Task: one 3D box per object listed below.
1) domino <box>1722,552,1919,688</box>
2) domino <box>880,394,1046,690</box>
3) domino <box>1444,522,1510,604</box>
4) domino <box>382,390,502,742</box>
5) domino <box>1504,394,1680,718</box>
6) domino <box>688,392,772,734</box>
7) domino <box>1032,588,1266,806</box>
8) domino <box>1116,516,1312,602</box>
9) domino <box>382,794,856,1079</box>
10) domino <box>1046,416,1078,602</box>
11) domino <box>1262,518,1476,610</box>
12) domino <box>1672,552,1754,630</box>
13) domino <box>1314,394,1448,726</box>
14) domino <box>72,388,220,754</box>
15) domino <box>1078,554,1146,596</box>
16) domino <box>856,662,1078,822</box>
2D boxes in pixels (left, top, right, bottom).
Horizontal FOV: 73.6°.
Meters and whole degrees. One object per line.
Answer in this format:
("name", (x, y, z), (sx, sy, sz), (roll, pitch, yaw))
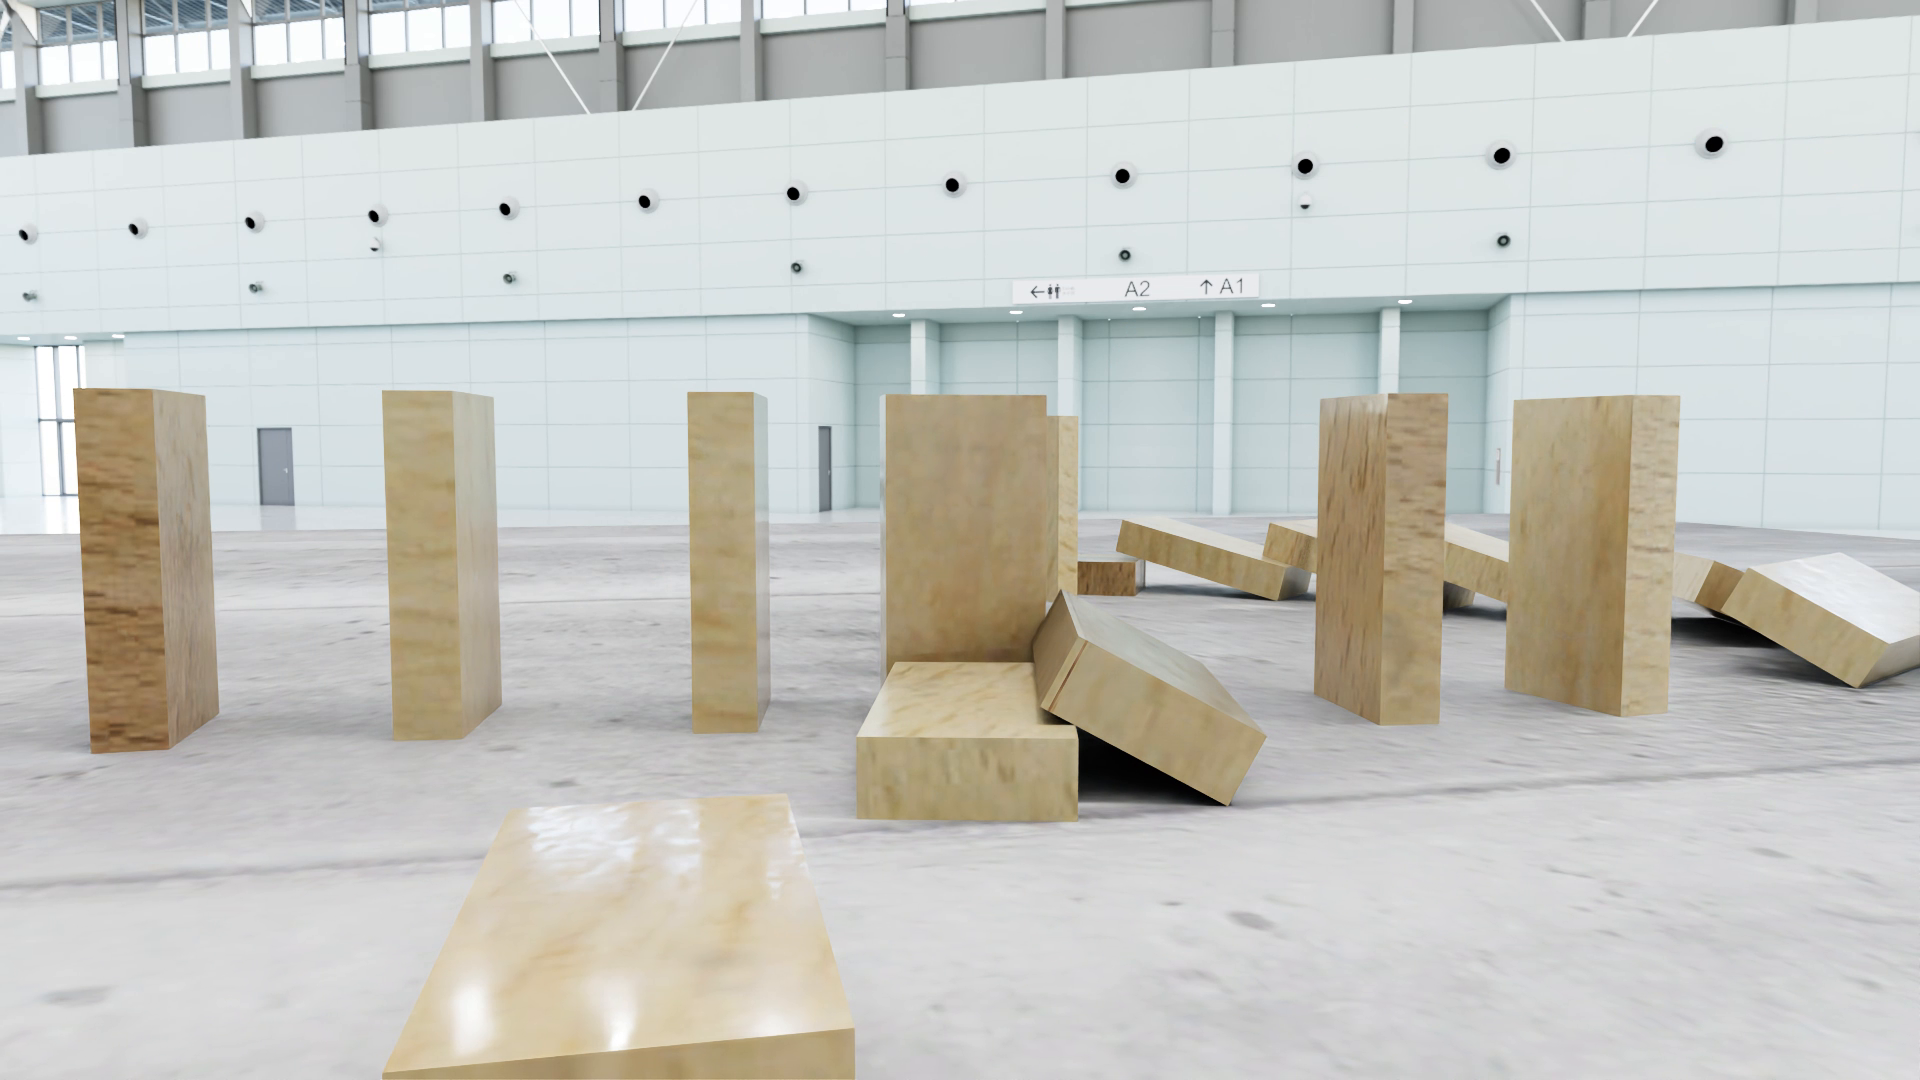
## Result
("domino", (0.170, 0.014, 0.245), (0.050, 0.010, 0.025), (-4, 33, -39))
("domino", (0.000, 0.002, 0.203), (0.025, 0.050, 0.009), (-1, 4, -9))
("domino", (0.136, 0.008, 0.319), (0.025, 0.009, 0.050), (-2, 19, -40))
("domino", (-0.078, 0.003, 0.195), (0.009, 0.050, 0.025), (-1, 4, -7))
("domino", (0.103, 0.002, 0.211), (0.009, 0.050, 0.025), (-1, 5, -19))
("domino", (-0.035, 0.003, 0.200), (0.010, 0.050, 0.025), (0, 4, -4))
("domino", (0.024, 0.019, 0.175), (0.025, 0.009, 0.050), (28, 5, 0))
("domino", (0.073, 0.005, 0.370), (0.050, 0.009, 0.025), (18, 13, 31))
("domino", (-0.023, 0.031, 0.095), (0.025, 0.010, 0.050), (-1, 4, -12))
("domino", (0.019, -0.009, 0.354), (0.025, 0.050, 0.009), (3, 5, 38))
("domino", (0.111, 0.006, 0.347), (0.025, 0.009, 0.050), (-4, 19, -44))
("domino", (0.171, 0.012, 0.291), (0.025, 0.009, 0.050), (23, 8, 8))
("domino", (0.067, 0.002, 0.205), (0.009, 0.050, 0.025), (-1, 4, -7))
("domino", (-0.118, 0.003, 0.188), (0.009, 0.050, 0.025), (-1, 4, -16))
("domino", (0.028, 0.010, 0.376), (0.050, 0.009, 0.025), (1, 4, 15))
("domino", (0.002, 0.025, 0.170), (0.025, 0.010, 0.050), (0, 4, 2))
